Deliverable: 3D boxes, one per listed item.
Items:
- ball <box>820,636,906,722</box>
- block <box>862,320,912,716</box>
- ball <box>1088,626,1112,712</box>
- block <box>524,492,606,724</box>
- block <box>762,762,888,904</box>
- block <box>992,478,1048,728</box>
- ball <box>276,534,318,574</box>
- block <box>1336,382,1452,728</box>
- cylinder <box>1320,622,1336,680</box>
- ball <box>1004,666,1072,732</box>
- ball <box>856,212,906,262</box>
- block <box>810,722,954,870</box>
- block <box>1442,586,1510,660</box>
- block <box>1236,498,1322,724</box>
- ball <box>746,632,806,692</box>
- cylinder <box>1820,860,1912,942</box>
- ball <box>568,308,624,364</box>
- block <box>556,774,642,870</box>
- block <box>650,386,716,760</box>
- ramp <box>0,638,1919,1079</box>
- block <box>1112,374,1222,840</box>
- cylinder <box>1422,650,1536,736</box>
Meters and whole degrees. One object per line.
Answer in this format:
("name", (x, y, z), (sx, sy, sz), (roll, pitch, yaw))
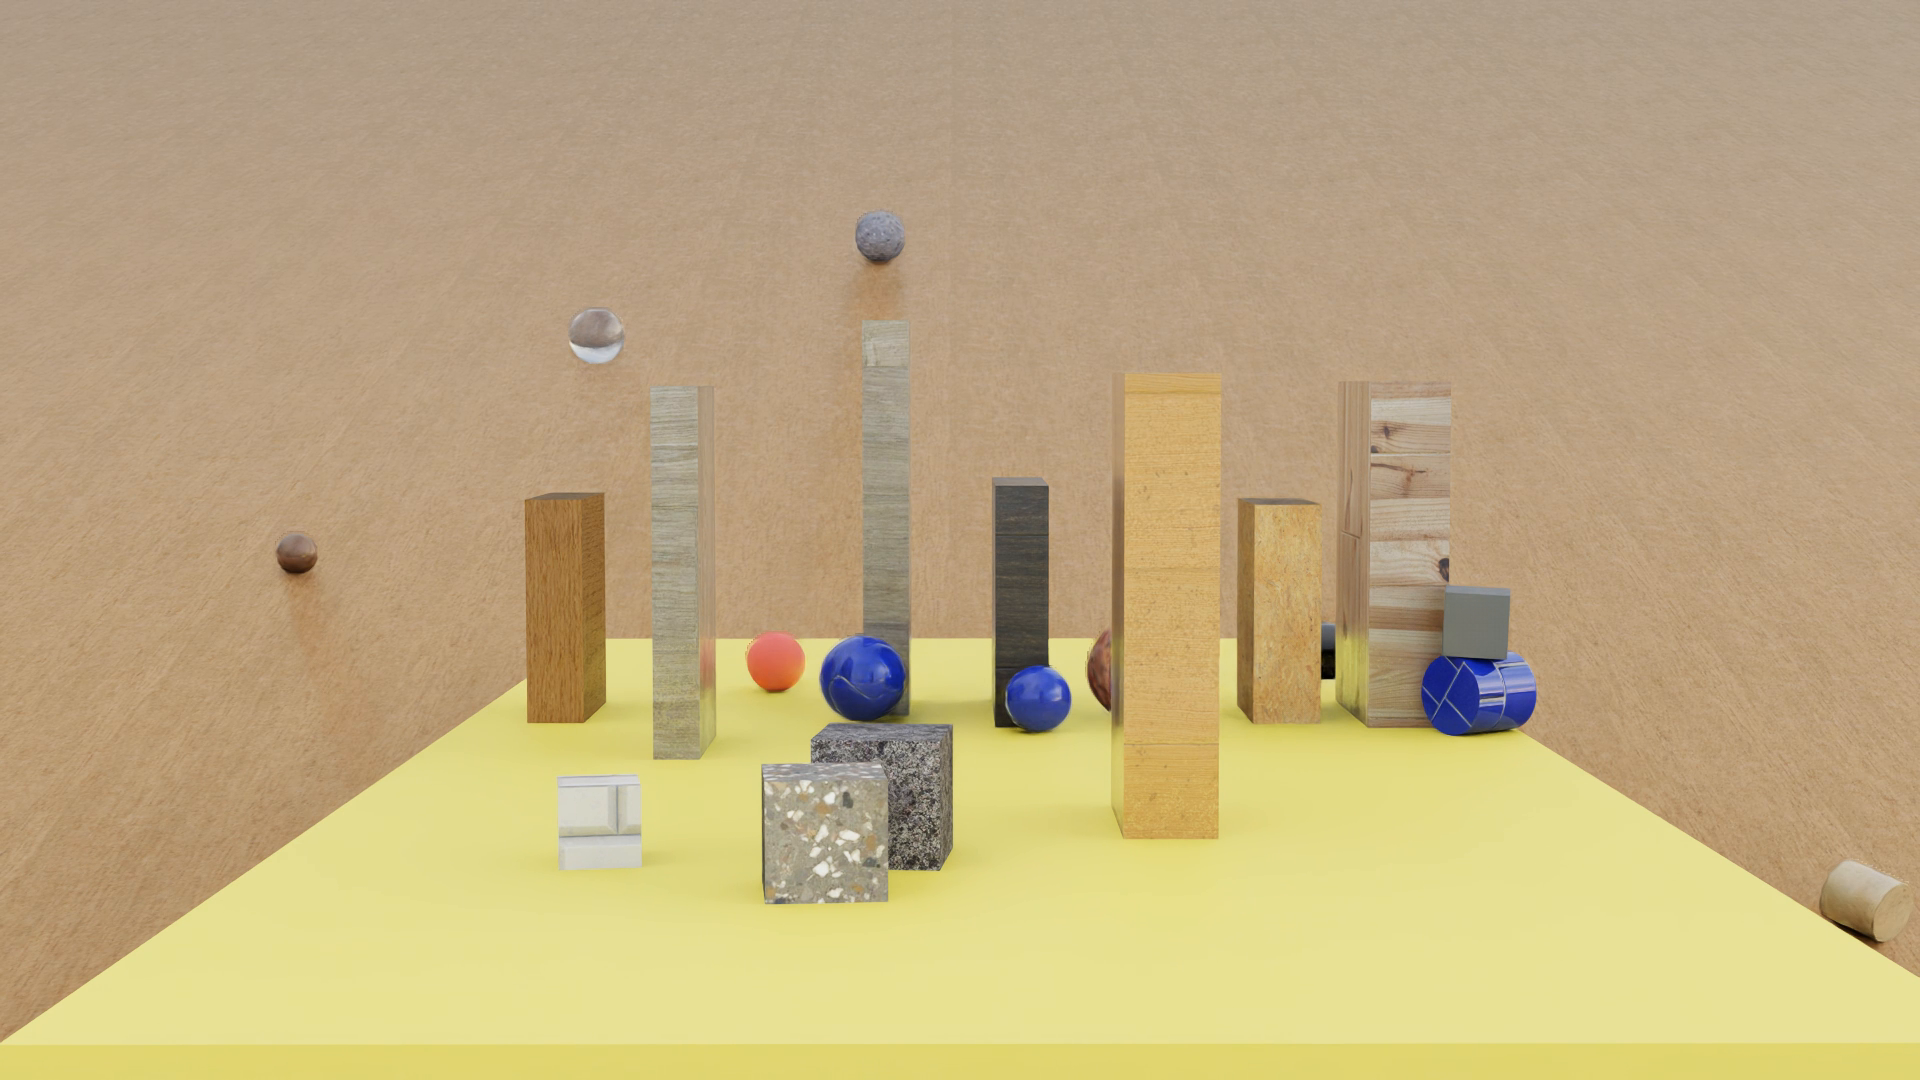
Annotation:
("ball", (-0.186, 0.266, 4.930), (0.166, 0.166, 0.166), (0, 20, 0))
("block", (-0.145, -0.049, 5.132), (0.090, 0.771, 0.277), (0, 4, 0))
("ball", (0.343, 0.250, 4.952), (0.195, 0.195, 0.195), (0, 20, 0))
("block", (-0.775, 0.127, 5.061), (0.108, 0.428, 0.318), (0, 4, 0))
("block", (-0.175, 0.373, 3.289), (0.154, 0.154, 0.154), (0, 4, -6))
("block", (0.116, 0.113, 5.042), (0.101, 0.457, 0.421), (0, 4, 0))
("ball", (-1.864, 0.038, 7.219), (0.115, 0.115, 0.115), (0, 20, 0))
("block", (0.843, 0.016, 5.028), (0.149, 0.652, 0.419), (0, 4, 0))
("cylinder", (0.820, 0.243, 5.620), (0.125, 0.125, 0.125), (3, 17, 42))
("ball", (0.145, 0.296, 4.780), (0.125, 0.125, 0.125), (0, 20, 0))
("ball", (-0.329, -1.254, 10.625), (0.207, 0.207, 0.207), (0, 20, 0))
("block", (-0.105, 0.349, 3.519), (0.174, 0.174, 0.174), (0, 4, 6))
("block", (0.956, 0.152, 4.754), (0.117, 0.117, 0.117), (3, 6, 12))
("block", (0.623, 0.133, 5.028), (0.128, 0.418, 0.290), (0, 4, 0))
("ball", (-0.387, 0.258, 5.414), (0.124, 0.124, 0.124), (0, 20, 0))
("cylinder", (1.861, 0.741, 5.274), (0.129, 0.129, 0.129), (-14, 24, -33))
("ball", (-1.302, -0.730, 9.201), (0.200, 0.200, 0.200), (0, 20, 0))
("block", (-0.492, 0.383, 3.496), (0.110, 0.110, 0.110), (-1, 4, -10))
("block", (-0.491, 0.048, 4.575), (0.081, 0.645, 0.310), (0, 4, 0))
("ramp", (0.047, 0.424, 4.534), (2.000, 0.100, 4.000), (0, 4, 0))
("block", (0.301, 0.087, 3.791), (0.136, 0.664, 0.292), (0, 4, 0))
("cylinder", (0.965, 0.284, 4.775), (0.149, 0.149, 0.149), (-2, 18, -34))
